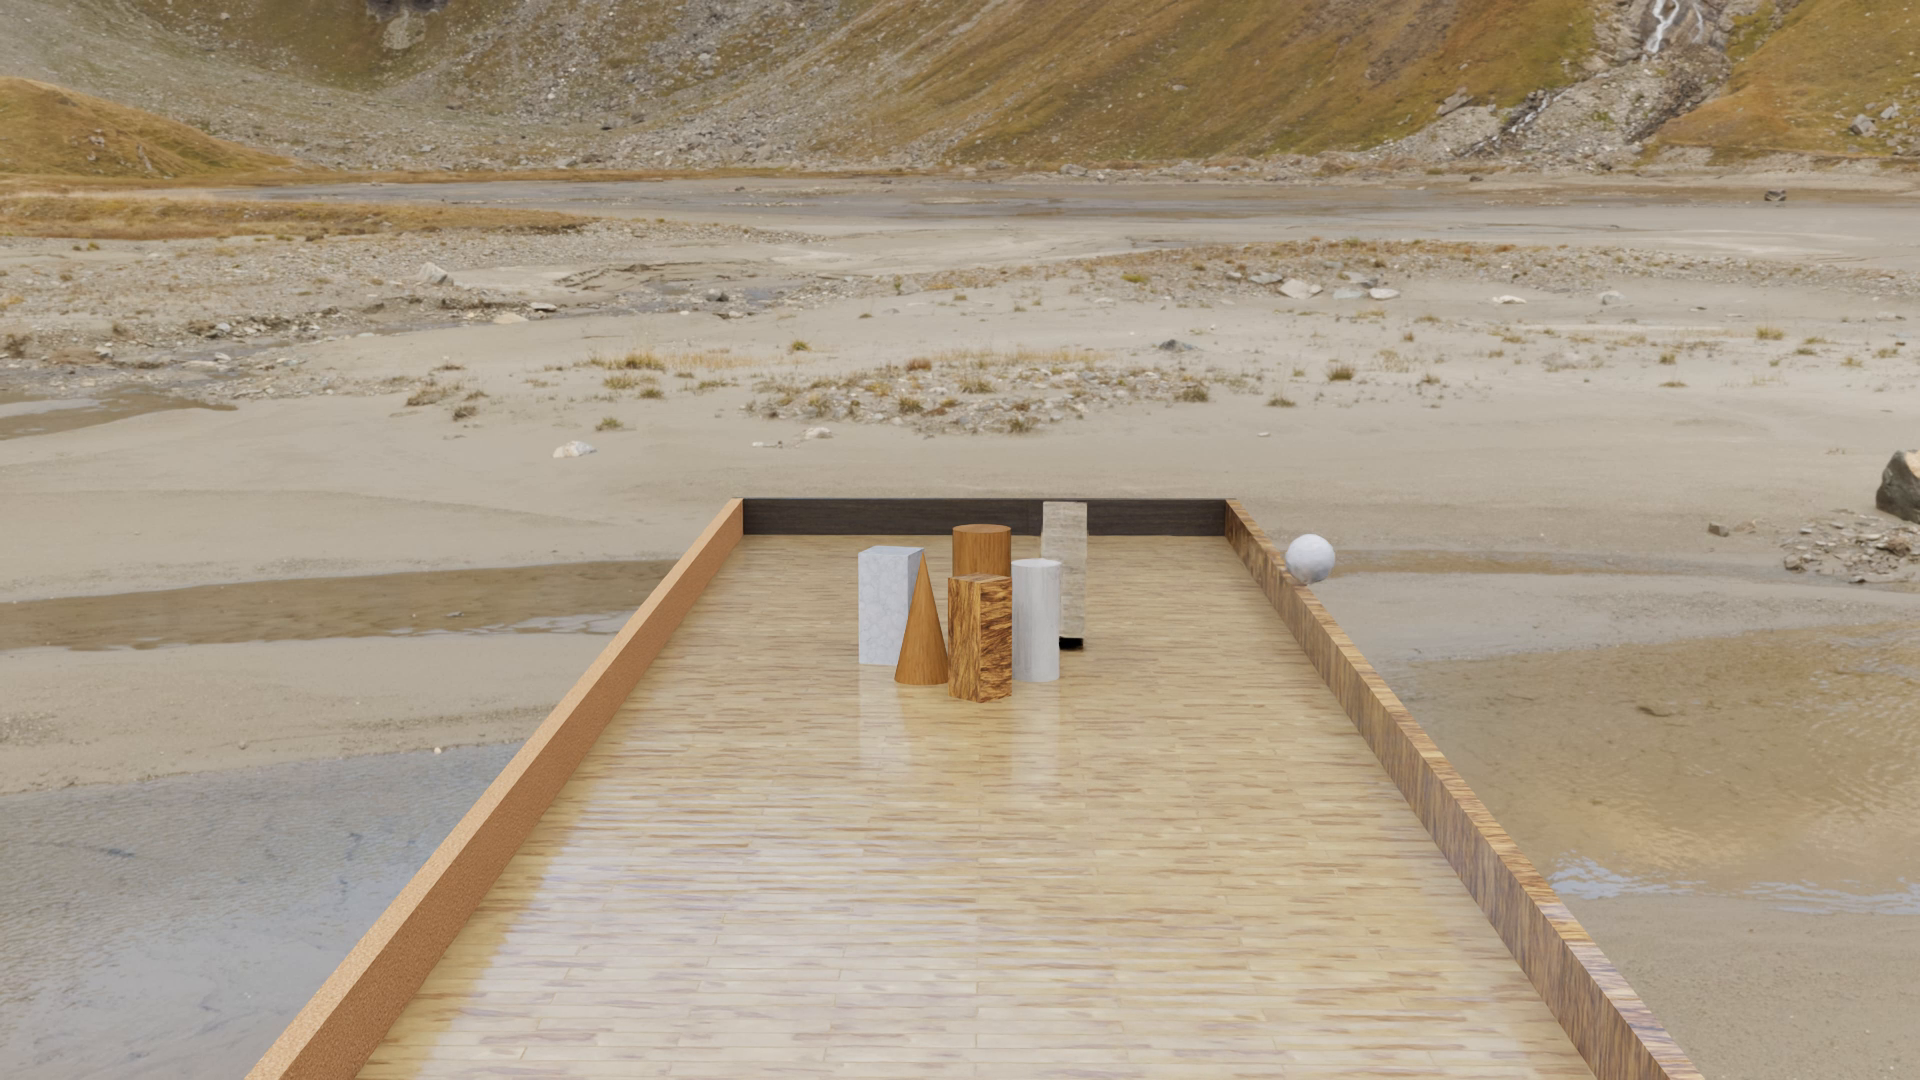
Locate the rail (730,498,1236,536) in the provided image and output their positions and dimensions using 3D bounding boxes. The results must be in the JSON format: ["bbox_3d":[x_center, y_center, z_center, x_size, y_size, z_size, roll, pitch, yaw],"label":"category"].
[{"bbox_3d":[0.099,-0.098,9.147,2.100,0.150,0.050,0,9,1],"label":"rail"}]

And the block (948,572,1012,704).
[{"bbox_3d":[0.056,0.274,6.197,0.127,0.340,0.127,9,13,44],"label":"block"}]

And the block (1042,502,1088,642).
[{"bbox_3d":[0.325,0.102,6.929,0.139,0.425,0.139,1,-8,2],"label":"block"}]

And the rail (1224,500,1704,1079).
[{"bbox_3d":[1.046,0.843,3.208,0.050,0.150,12.000,0,9,1],"label":"rail"}]

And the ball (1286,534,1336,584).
[{"bbox_3d":[1.139,0.062,7.154,0.161,0.161,0.161,0,9,0],"label":"ball"}]

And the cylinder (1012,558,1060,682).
[{"bbox_3d":[0.221,0.235,6.444,0.144,0.340,0.144,0,9,0],"label":"cylinder"}]

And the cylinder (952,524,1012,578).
[{"bbox_3d":[0.066,0.164,6.691,0.177,0.402,0.177,0,9,0],"label":"cylinder"}]

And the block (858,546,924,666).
[{"bbox_3d":[-0.207,0.198,6.684,0.157,0.337,0.157,3,9,17],"label":"block"}]

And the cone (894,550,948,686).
[{"bbox_3d":[-0.107,0.219,6.412,0.171,0.381,0.171,0,9,0],"label":"cone"}]

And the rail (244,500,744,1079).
[{"bbox_3d":[-1.004,0.839,3.234,0.050,0.150,12.000,0,9,1],"label":"rail"}]
